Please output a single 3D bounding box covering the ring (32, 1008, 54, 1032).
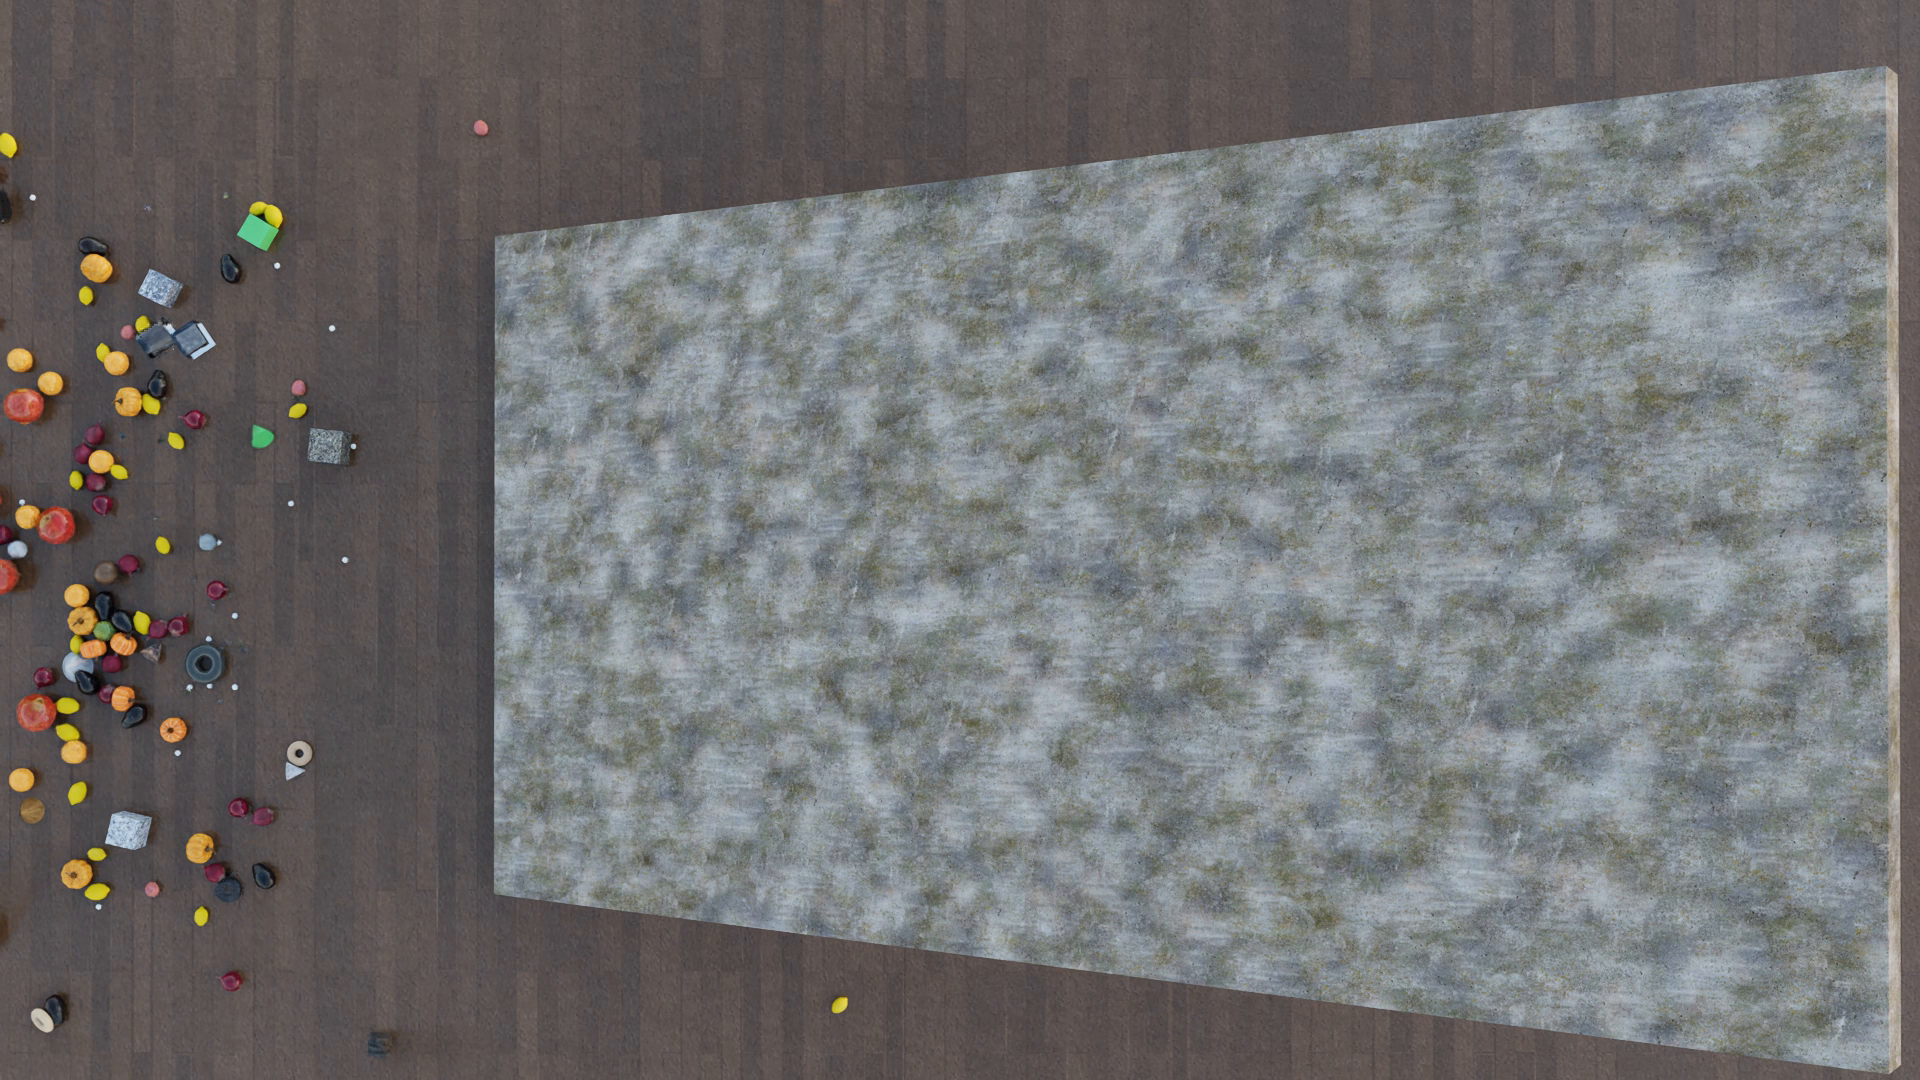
[{"bbox_3d":[-2.805,1.469,6.725,0.084,0.028,0.084,19,128,25],"label":"ring"}]

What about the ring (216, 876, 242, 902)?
[{"bbox_3d":[-2.244,1.073,6.747,0.080,0.027,0.080,0,90,-1],"label":"ring"}]

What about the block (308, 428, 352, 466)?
[{"bbox_3d":[-1.926,-0.285,6.721,0.099,0.099,0.099,6,90,0],"label":"block"}]

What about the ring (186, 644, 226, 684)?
[{"bbox_3d":[-2.315,0.380,6.744,0.125,0.042,0.125,0,88,3],"label":"ring"}]

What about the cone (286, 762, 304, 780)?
[{"bbox_3d":[-2.036,0.709,6.750,0.056,0.056,0.056,0,90,-27],"label":"cone"}]

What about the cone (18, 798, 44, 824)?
[{"bbox_3d":[-2.854,0.832,6.722,0.080,0.080,0.080,0,90,0],"label":"cone"}]

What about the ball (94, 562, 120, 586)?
[{"bbox_3d":[-2.611,0.103,6.730,0.074,0.074,0.074,0,90,0],"label":"ball"}]

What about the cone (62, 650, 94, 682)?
[{"bbox_3d":[-2.714,0.389,6.716,0.097,0.097,0.097,0,90,0],"label":"cone"}]

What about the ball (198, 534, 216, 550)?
[{"bbox_3d":[-2.308,0.006,6.742,0.051,0.051,0.051,0,90,0],"label":"ball"}]

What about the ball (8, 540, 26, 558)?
[{"bbox_3d":[-2.890,0.030,6.740,0.056,0.056,0.056,0,90,0],"label":"ball"}]

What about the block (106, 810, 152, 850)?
[{"bbox_3d":[-2.539,0.886,6.716,0.090,0.090,0.090,13,90,0],"label":"block"}]

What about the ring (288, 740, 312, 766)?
[{"bbox_3d":[-2.027,0.655,6.750,0.077,0.026,0.077,0,88,1],"label":"ring"}]

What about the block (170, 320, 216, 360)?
[{"bbox_3d":[-2.348,-0.613,6.732,0.082,0.082,0.082,-34,90,0],"label":"block"}]

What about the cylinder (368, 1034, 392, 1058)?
[{"bbox_3d":[-1.773,1.546,6.726,0.060,0.060,0.060,10,90,0],"label":"cylinder"}]

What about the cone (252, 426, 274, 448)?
[{"bbox_3d":[-2.157,-0.331,6.755,0.070,0.070,0.070,-39,62,0],"label":"cone"}]

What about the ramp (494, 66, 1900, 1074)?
[{"bbox_3d":[0.241,0.067,5.564,4.000,0.100,2.000,0,89,36],"label":"ramp"}]

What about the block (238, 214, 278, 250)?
[{"bbox_3d":[-2.150,-0.943,6.737,0.076,0.076,0.076,31,90,0],"label":"block"}]

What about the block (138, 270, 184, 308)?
[{"bbox_3d":[-2.447,-0.770,6.733,0.082,0.082,0.082,27,90,0],"label":"block"}]

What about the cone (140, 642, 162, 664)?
[{"bbox_3d":[-2.469,0.335,6.751,0.065,0.065,0.065,31,63,0],"label":"cone"}]

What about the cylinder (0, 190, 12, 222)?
[{"bbox_3d":[-2.968,-1.018,6.730,0.092,0.092,0.092,-7,90,0],"label":"cylinder"}]
